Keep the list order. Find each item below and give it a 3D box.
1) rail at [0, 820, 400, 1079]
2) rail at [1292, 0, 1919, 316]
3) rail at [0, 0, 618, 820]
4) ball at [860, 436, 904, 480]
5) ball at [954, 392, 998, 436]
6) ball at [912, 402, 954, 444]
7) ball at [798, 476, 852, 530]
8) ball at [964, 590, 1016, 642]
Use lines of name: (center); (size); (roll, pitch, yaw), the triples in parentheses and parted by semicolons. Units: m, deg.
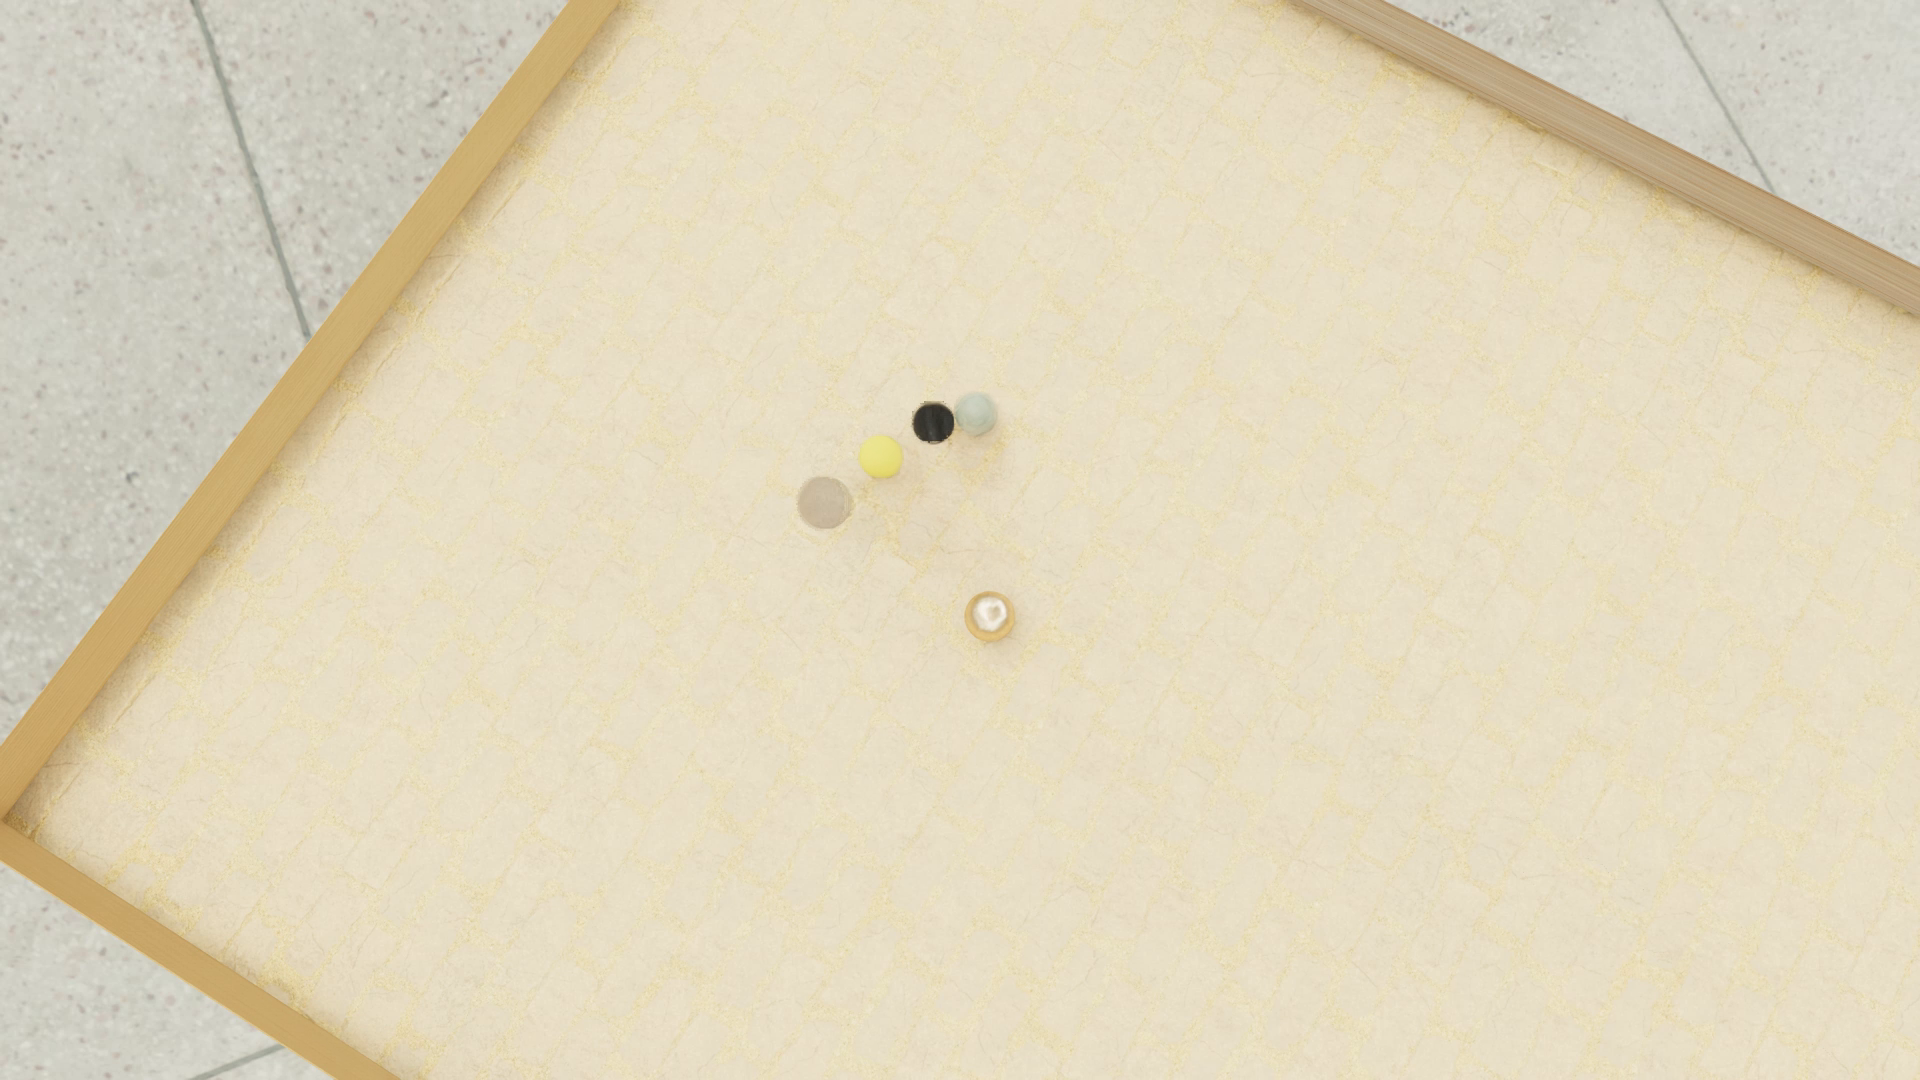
rail: (0.304, 1.416, 2.908); (4.143, 0.109, 0.045); (30, 73, 10)
rail: (1.473, -0.423, 3.553); (4.143, 0.109, 0.045); (30, 73, 10)
rail: (-0.868, -0.497, 3.579); (0.045, 0.109, 2.320); (30, 73, 10)
ball: (-0.124, -0.131, 3.473); (0.069, 0.069, 0.069); (0, 71, 0)
ball: (0.026, -0.200, 3.497); (0.069, 0.069, 0.069); (0, 71, 0)
ball: (-0.042, -0.185, 3.492); (0.068, 0.068, 0.068); (0, 71, 0)
ball: (-0.211, -0.058, 3.439); (0.084, 0.084, 0.084); (0, 71, 0)
ball: (0.046, 0.117, 3.381); (0.079, 0.079, 0.079); (0, 71, 0)
